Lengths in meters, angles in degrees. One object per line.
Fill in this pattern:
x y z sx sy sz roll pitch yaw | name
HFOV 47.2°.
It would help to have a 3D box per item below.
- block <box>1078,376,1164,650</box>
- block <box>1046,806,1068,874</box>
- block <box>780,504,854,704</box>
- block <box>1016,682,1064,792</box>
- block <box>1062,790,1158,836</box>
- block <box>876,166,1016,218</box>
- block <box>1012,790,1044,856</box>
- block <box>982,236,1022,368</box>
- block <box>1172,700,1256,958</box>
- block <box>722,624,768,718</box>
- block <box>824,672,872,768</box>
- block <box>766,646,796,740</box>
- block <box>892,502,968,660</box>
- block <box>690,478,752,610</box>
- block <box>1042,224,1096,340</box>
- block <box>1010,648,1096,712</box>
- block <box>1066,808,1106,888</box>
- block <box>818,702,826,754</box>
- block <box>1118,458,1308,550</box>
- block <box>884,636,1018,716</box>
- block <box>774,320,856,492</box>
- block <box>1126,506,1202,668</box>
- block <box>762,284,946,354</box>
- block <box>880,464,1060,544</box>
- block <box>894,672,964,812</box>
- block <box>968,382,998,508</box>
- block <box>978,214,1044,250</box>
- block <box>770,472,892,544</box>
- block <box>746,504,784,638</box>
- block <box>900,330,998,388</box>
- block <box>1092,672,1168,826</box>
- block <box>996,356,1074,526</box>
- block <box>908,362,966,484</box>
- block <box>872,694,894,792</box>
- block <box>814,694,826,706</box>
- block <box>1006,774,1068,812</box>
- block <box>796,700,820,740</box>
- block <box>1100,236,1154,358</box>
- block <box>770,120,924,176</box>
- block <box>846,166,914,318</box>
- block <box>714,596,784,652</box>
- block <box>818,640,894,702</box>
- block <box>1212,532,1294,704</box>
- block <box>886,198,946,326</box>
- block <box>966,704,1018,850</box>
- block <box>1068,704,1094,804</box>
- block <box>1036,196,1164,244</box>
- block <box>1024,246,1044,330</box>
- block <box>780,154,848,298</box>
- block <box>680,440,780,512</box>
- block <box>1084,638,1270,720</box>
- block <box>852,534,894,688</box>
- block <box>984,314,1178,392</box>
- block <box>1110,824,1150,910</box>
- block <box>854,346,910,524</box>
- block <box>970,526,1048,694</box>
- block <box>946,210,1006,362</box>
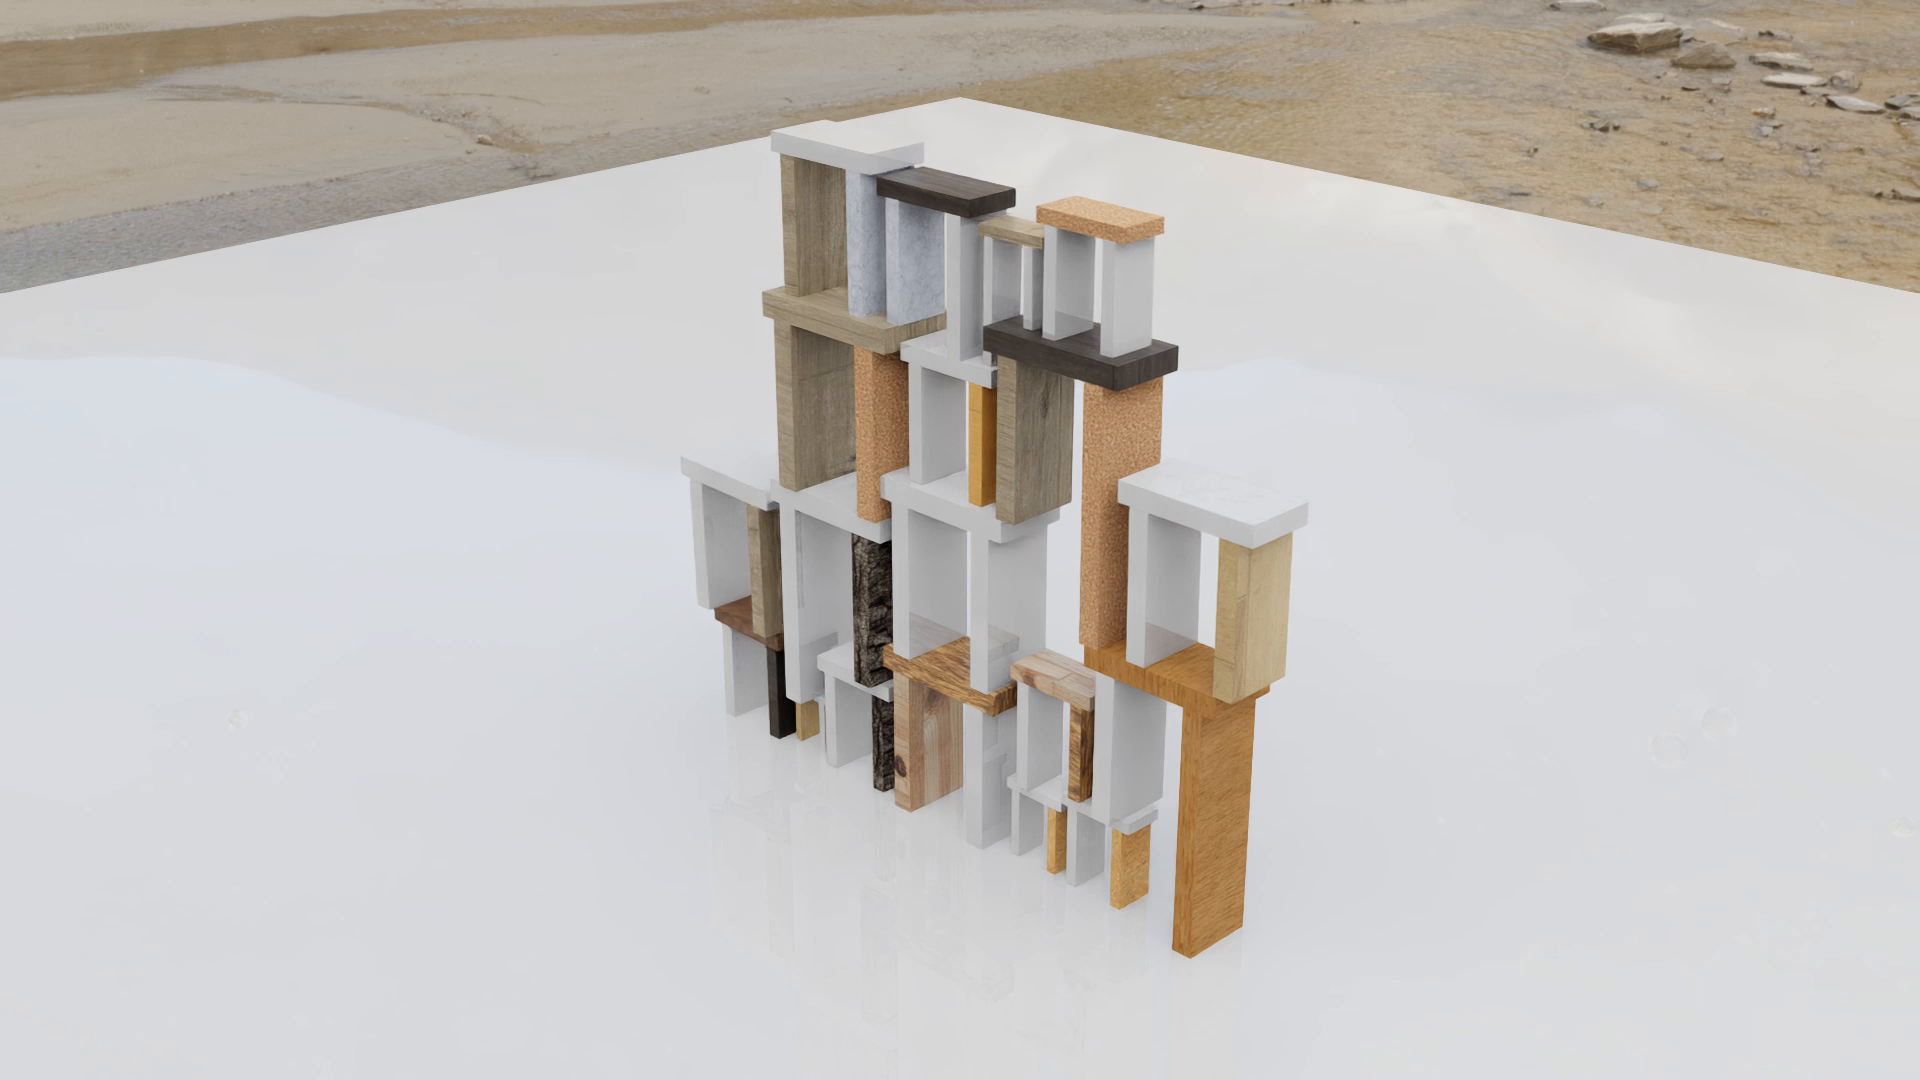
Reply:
0.284 -0.058 3.890 0.158 0.496 0.045 -22 31 -40 | block
0.200 0.567 4.241 0.020 0.143 0.072 21 31 41 | block
-0.293 0.112 4.594 0.163 0.442 0.046 -21 31 -41 | block
0.153 0.360 4.205 0.028 0.227 0.099 21 31 41 | block
0.280 0.499 4.126 0.167 0.024 0.084 21 31 41 | block
-0.026 -0.632 3.989 0.119 0.034 0.238 -21 31 -41 | block
0.133 0.541 4.303 0.020 0.143 0.072 21 31 41 | block
0.076 -0.436 3.954 0.075 0.241 0.021 -21 31 -40 | block
0.455 0.503 3.942 0.043 0.494 0.152 21 31 41 | block
-0.466 0.270 4.844 0.110 0.220 0.031 -21 30 -40 | block
-0.232 0.363 4.630 0.031 0.216 0.108 21 31 41 | block
-0.362 0.310 4.749 0.110 0.220 0.031 -21 31 -40 | block
-0.059 0.059 4.317 0.046 0.321 0.161 21 31 41 | block
-0.505 -0.009 4.763 0.147 0.294 0.042 -20 29 -39 | block
0.190 -0.456 3.817 0.101 0.202 0.029 -21 31 -41 | block
0.201 0.260 4.112 0.199 0.028 0.099 21 31 40 | block
0.241 0.571 4.200 0.024 0.167 0.084 21 31 41 | block
-0.272 0.392 4.691 0.016 0.115 0.058 21 31 41 | block
0.427 -0.065 3.729 0.147 0.042 0.294 -21 31 -40 | block
0.009 0.253 4.326 0.153 0.043 0.306 -21 31 -41 | block
-0.285 -0.288 4.405 0.175 0.349 0.049 -21 31 -40 | block
0.359 0.063 3.859 0.147 0.294 0.042 -22 31 -40 | block
-0.202 -0.439 4.252 0.175 0.049 0.349 -21 31 -41 | block
0.017 -0.081 4.176 0.321 0.046 0.161 21 31 41 | block
-0.063 0.385 4.461 0.043 0.306 0.153 21 31 41 | block
0.070 -0.191 4.073 0.118 0.237 0.034 -21 31 -40 | block
0.114 -0.541 3.867 0.149 0.021 0.075 20 30 39 | block
-0.213 -0.081 4.425 0.163 0.046 0.327 -21 31 -41 | block
-0.369 0.047 4.630 0.147 0.294 0.042 -19 29 -36 | block
0.014 -0.337 4.072 0.237 0.034 0.118 21 31 41 | block
0.312 0.359 4.037 0.152 0.303 0.043 -21 31 -41 | block
0.137 -0.200 3.993 0.045 0.317 0.158 21 31 40 | block
-0.042 -0.234 4.176 0.034 0.237 0.118 21 31 41 | block
-0.130 0.402 4.536 0.031 0.216 0.108 21 31 41 | block
-0.300 0.320 4.690 0.058 0.016 0.115 -21 31 -40 | block
0.167 0.479 4.240 0.143 0.020 0.072 21 31 41 | block
-0.327 0.370 4.741 0.058 0.115 0.016 -21 31 -41 | block
0.284 -0.418 3.730 0.029 0.202 0.101 21 31 40 | block
-0.214 -0.741 4.144 0.276 0.039 0.138 21 31 41 | block
-0.148 -0.571 4.145 0.138 0.276 0.039 -21 31 -41 | block
-0.419 0.175 4.745 0.110 0.031 0.220 -20 30 -39 | block
-0.182 0.269 4.535 0.108 0.031 0.216 -21 31 -41 | block
0.497 0.117 3.730 0.147 0.294 0.042 -22 31 -40 | block
-0.082 -0.529 4.094 0.119 0.239 0.034 -21 31 -40 | block
0.082 0.442 4.328 0.043 0.306 0.153 21 31 41 | block
0.248 0.383 4.114 0.099 0.199 0.028 -21 31 -41 | block
0.237 -0.544 3.731 0.101 0.029 0.202 -21 31 -40 | block
0.146 -0.450 3.871 0.075 0.149 0.021 -21 30 -40 | block
-0.279 -0.622 4.265 0.138 0.276 0.039 -21 31 -41 | block
-0.441 -0.139 4.636 0.147 0.042 0.294 -20 30 -39 | block
0.384 0.228 3.904 0.152 0.043 0.303 -22 31 -40 | block
-0.140 0.120 4.429 0.046 0.327 0.163 21 31 41 | block
0.209 -0.336 3.851 0.158 0.045 0.317 -21 31 -41 | block
0.320 0.602 4.127 0.024 0.167 0.084 21 31 41 | block
-0.120 -0.223 4.254 0.175 0.349 0.049 -21 31 -41 | block
0.093 0.118 4.177 0.161 0.321 0.046 -21 31 -41 | block
0.030 -0.470 3.997 0.034 0.270 0.119 21 31 41 | block
